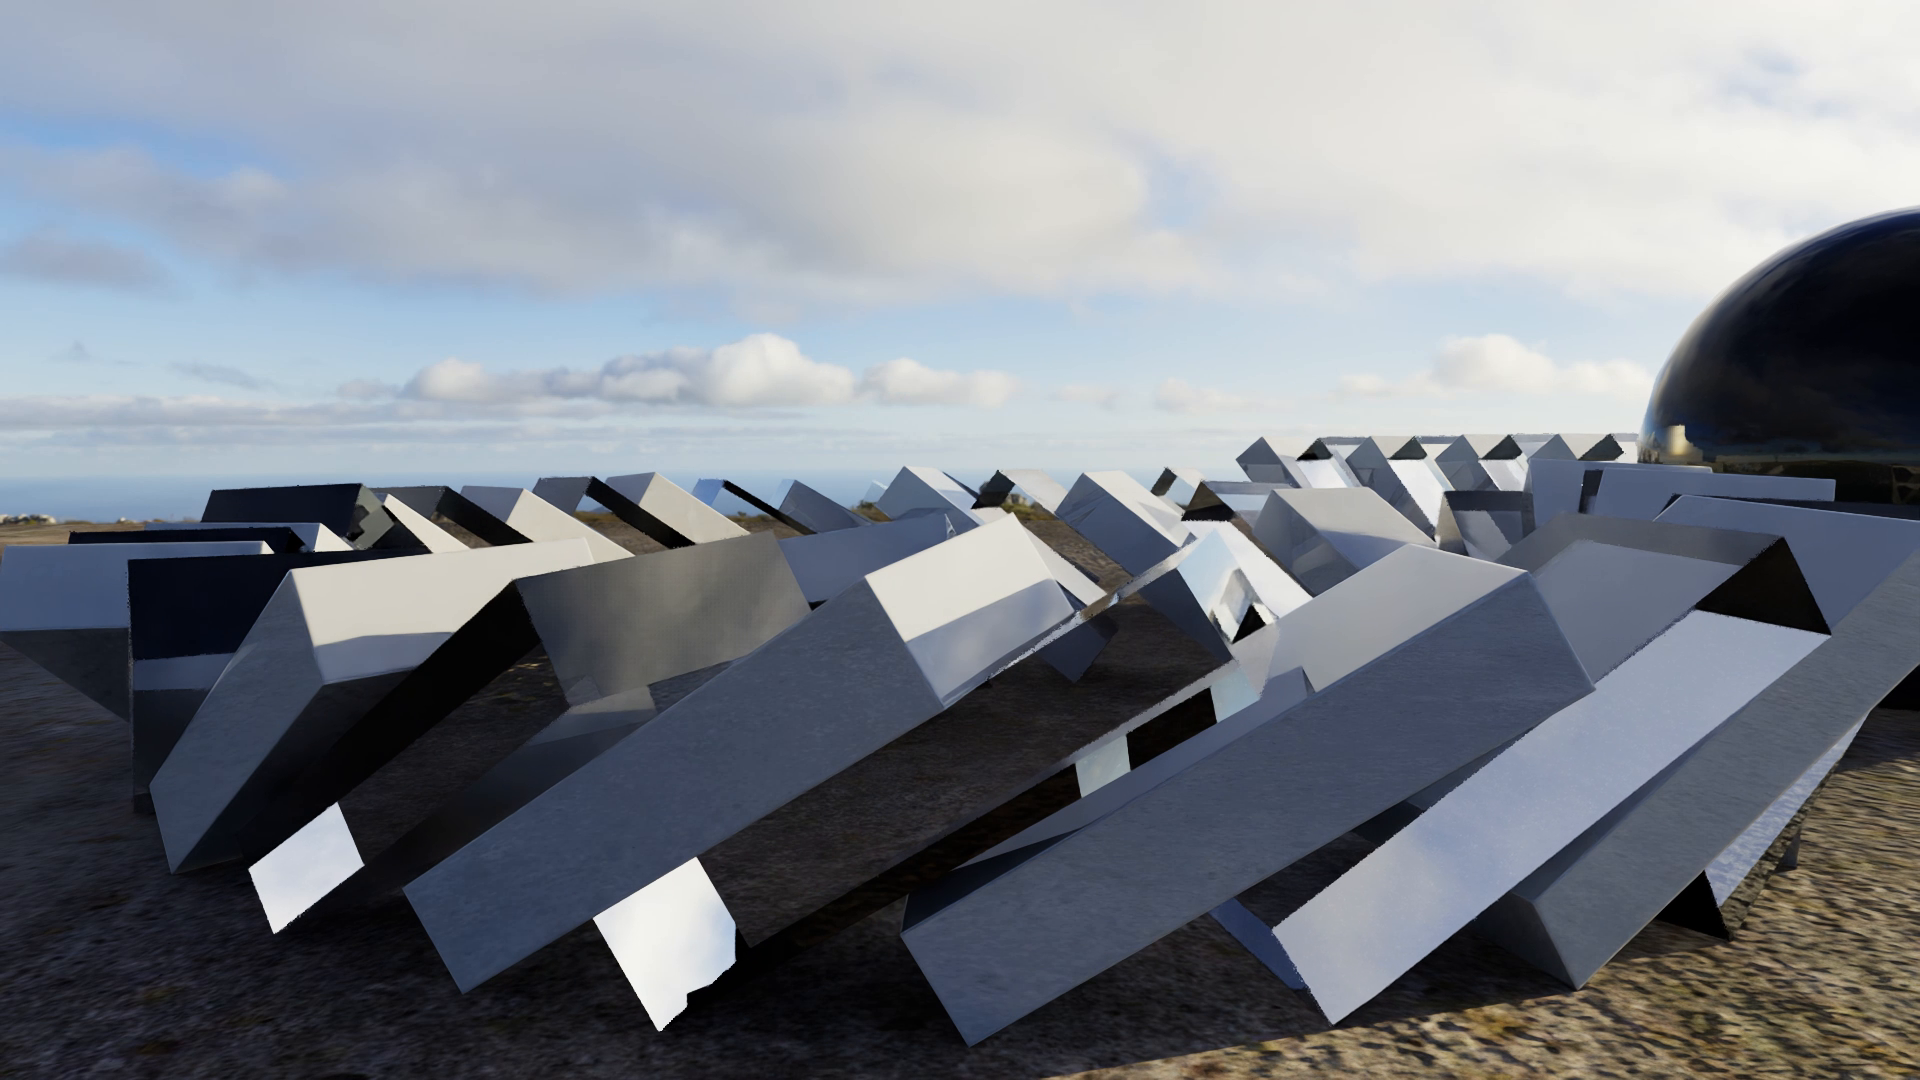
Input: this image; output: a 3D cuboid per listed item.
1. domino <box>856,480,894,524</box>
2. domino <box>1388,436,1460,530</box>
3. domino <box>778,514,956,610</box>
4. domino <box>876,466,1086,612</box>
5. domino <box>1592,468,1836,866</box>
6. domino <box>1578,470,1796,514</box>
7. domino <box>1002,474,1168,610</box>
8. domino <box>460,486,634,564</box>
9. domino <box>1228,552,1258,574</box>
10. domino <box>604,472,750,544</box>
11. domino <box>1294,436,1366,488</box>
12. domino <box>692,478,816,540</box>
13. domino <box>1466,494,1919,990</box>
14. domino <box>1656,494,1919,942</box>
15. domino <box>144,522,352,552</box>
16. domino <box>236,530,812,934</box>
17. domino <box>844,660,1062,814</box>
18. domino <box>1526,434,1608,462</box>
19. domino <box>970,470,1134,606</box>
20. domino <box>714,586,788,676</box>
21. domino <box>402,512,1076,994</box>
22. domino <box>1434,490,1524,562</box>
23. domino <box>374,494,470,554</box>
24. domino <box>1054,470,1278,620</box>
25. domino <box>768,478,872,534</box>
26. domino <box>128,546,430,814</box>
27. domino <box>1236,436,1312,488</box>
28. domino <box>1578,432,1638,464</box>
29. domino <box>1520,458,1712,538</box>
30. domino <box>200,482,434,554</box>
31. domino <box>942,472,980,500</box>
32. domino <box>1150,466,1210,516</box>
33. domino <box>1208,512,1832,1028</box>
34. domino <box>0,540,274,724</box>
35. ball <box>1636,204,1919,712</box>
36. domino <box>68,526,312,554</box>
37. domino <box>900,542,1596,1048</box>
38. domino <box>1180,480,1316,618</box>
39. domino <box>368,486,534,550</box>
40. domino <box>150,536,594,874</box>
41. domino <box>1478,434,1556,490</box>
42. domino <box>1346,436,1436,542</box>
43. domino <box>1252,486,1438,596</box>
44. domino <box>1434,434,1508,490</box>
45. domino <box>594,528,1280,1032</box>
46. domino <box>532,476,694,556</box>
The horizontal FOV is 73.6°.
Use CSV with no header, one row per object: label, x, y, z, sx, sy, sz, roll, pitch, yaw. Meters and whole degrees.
domino,-0.003,0.001,0.338,0.050,0.010,0.025,29,2,-5
domino,0.127,-0.003,0.308,0.025,0.050,0.010,-3,-34,-37
domino,-0.009,0.011,0.193,0.025,0.010,0.050,-9,-22,8
domino,0.009,0.005,0.249,0.050,0.009,0.025,38,10,8
domino,0.084,0.012,0.148,0.025,0.010,0.050,6,45,33
domino,0.090,0.011,0.162,0.025,0.010,0.050,4,44,29
domino,0.037,0.000,0.342,0.050,0.010,0.025,32,10,7
domino,-0.083,0.005,0.277,0.025,0.009,0.050,4,-25,42
domino,0.055,0.000,0.340,0.050,0.010,0.025,34,11,9
domino,-0.060,0.002,0.304,0.050,0.010,0.025,36,-23,-33
domino,0.109,-0.004,0.327,0.025,0.050,0.010,-4,-35,-40
domino,-0.043,0.001,0.319,0.050,0.009,0.025,32,-11,-23
domino,0.061,0.015,0.115,0.050,0.009,0.025,-36,18,-13
domino,0.074,0.015,0.128,0.050,0.009,0.025,-41,25,-24
domino,-0.100,0.012,0.199,0.025,0.010,0.050,0,-23,3
domino,-0.038,0.017,0.109,0.050,0.009,0.025,-34,-12,34
domino,0.000,0.025,0.172,0.025,0.010,0.050,0,4,1
domino,0.147,-0.001,0.276,0.025,0.050,0.010,-3,-34,-34
domino,0.028,0.005,0.249,0.050,0.009,0.025,40,16,16
domino,-0.018,0.016,0.230,0.050,0.009,0.025,-1,-19,-12
domino,-0.017,0.016,0.100,0.050,0.010,0.025,-34,-4,26
domino,0.093,0.010,0.199,0.025,0.009,0.050,0,36,5
domino,-0.100,0.007,0.241,0.025,0.009,0.050,2,-27,25
domino,0.044,0.006,0.242,0.050,0.010,0.025,40,18,16
domino,-0.025,0.001,0.330,0.050,0.009,0.025,30,-5,-14
domino,-0.074,0.016,0.137,0.025,0.010,0.050,-3,-24,-34
domino,0.095,-0.005,0.333,0.010,0.050,0.025,-44,-22,30
domino,0.152,0.000,0.265,0.025,0.050,0.010,-3,-34,-34
domino,0.094,0.009,0.181,0.025,0.009,0.050,4,45,16
domino,-0.101,0.008,0.217,0.025,0.009,0.050,-2,-29,7
domino,0.014,-0.001,0.340,0.050,0.010,0.025,32,2,-2
domino,0.075,-0.001,0.339,0.050,0.010,0.025,39,19,19
domino,0.042,0.016,0.108,0.050,0.010,0.025,-35,12,-8
domino,-0.091,0.015,0.156,0.025,0.009,0.050,-1,-24,-10
ball,0.153,-0.013,0.204,0.080,0.080,0.080,0,4,0
domino,-0.096,0.013,0.176,0.025,0.009,0.050,-2,-24,-6
domino,0.020,0.018,0.101,0.050,0.010,0.025,-31,3,3
domino,0.066,0.007,0.238,0.025,0.010,0.050,0,35,-35
domino,-0.094,0.006,0.258,0.025,0.010,0.050,0,-27,33
domino,-0.056,0.016,0.121,0.025,0.009,0.050,-8,-21,-47
domino,0.141,-0.001,0.288,0.025,0.050,0.010,-3,-34,-37
domino,0.119,-0.004,0.318,0.025,0.050,0.010,-3,-35,-37
domino,0.076,0.009,0.220,0.025,0.009,0.050,-3,37,-32
domino,0.134,-0.002,0.298,0.025,0.050,0.009,-3,-34,-37
domino,-0.001,0.017,0.098,0.050,0.010,0.025,-33,-4,17
domino,-0.072,0.003,0.291,0.025,0.009,0.050,2,-28,46
